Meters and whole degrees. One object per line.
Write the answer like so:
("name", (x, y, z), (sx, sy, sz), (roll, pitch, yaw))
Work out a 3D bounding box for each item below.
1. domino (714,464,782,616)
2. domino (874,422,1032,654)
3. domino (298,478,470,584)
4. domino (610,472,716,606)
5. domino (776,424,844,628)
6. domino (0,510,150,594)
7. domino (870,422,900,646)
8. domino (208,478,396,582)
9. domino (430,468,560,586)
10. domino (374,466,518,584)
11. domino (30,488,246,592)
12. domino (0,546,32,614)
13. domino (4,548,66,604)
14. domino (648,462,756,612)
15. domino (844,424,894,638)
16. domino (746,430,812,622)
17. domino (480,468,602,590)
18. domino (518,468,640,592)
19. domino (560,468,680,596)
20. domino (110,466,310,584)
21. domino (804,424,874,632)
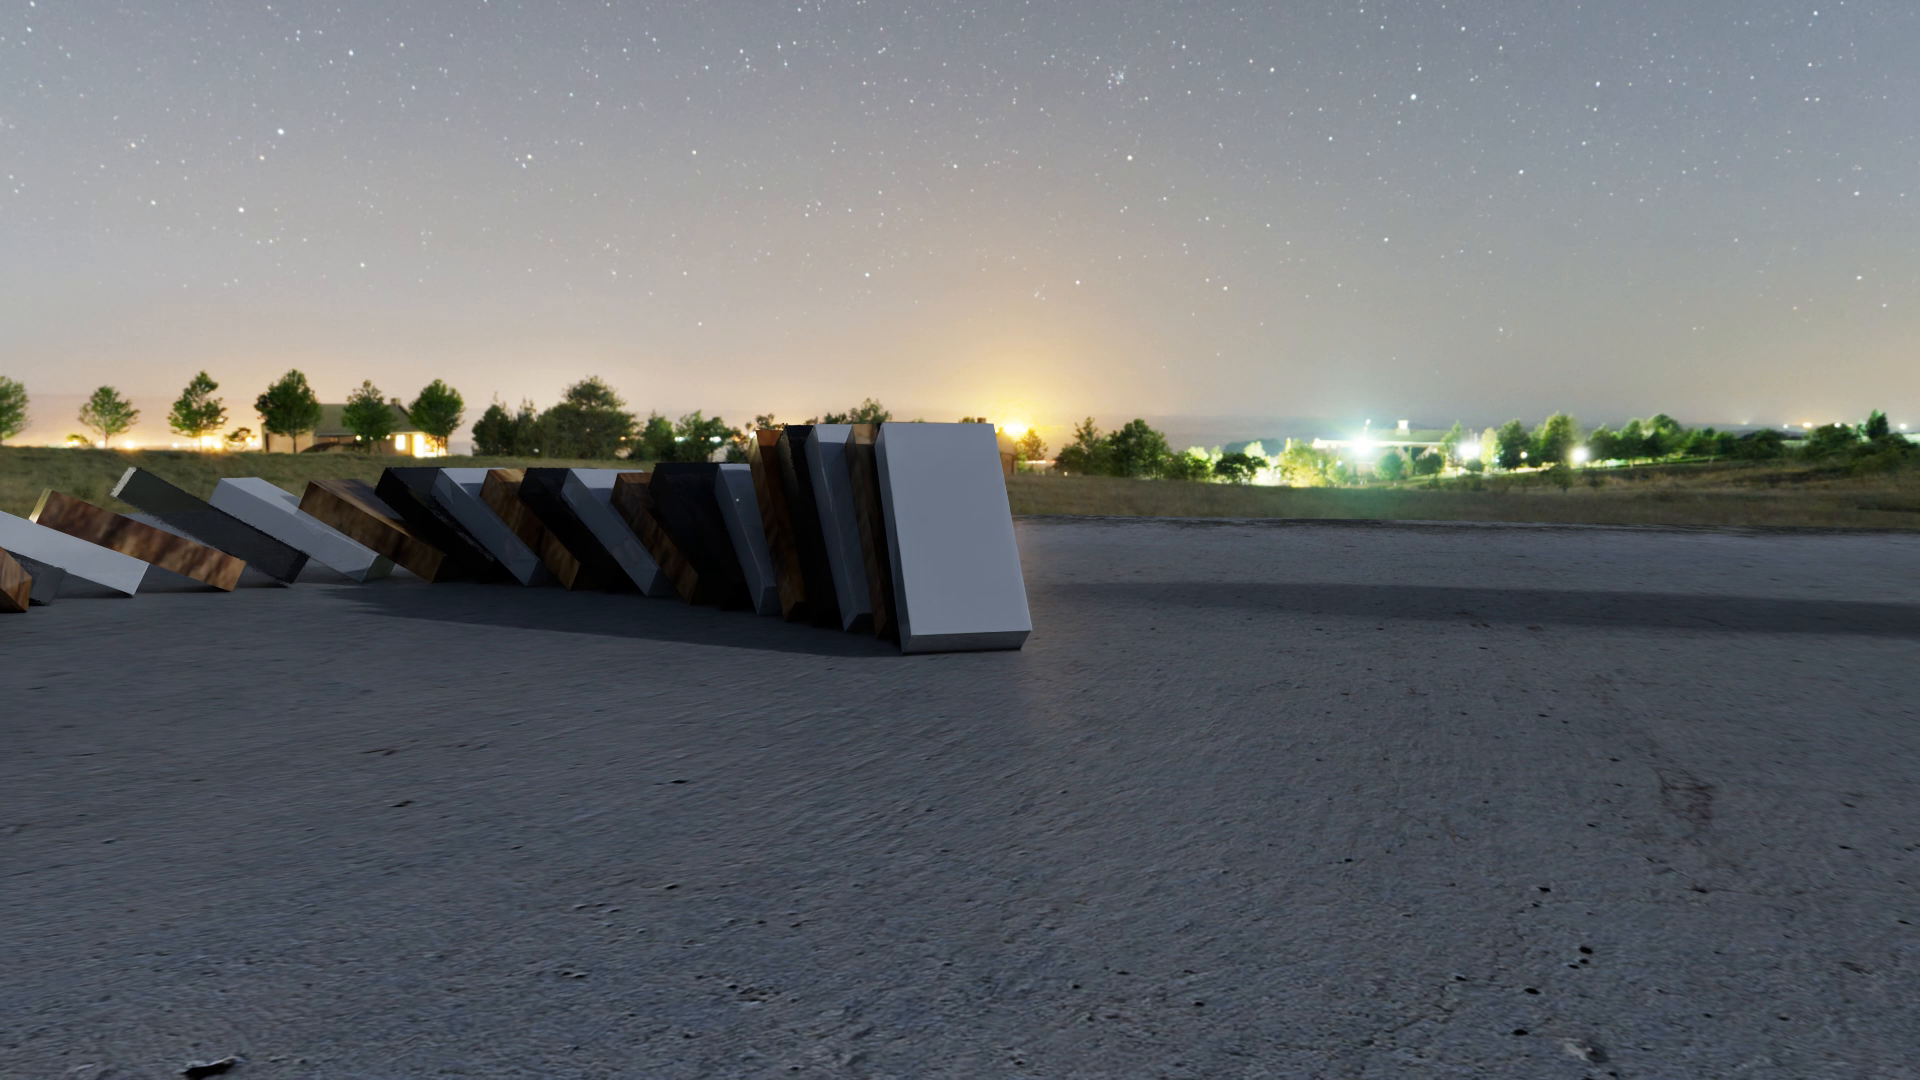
("domino", (-0.046, -0.001, 0.335), (0.025, 0.009, 0.050), (-1, 40, -26))
("domino", (-0.002, -0.001, 0.270), (0.025, 0.050, 0.010), (-1, -29, -15))
("domino", (-0.179, -0.003, 0.406), (0.050, 0.009, 0.025), (28, 8, 7))
("domino", (-0.075, -0.002, 0.359), (0.025, 0.009, 0.050), (-4, 37, -43))
("domino", (-0.027, -0.004, 0.310), (0.025, 0.050, 0.009), (-2, -28, -26))
("domino", (-0.252, 0.001, 0.350), (0.050, 0.009, 0.025), (29, -16, -35))
("domino", (-0.004, -0.002, 0.281), (0.025, 0.050, 0.009), (-1, -29, -15))
("domino", (-0.203, -0.003, 0.400), (0.050, 0.010, 0.025), (28, 1, -7))
("domino", (-0.139, -0.005, 0.400), (0.050, 0.010, 0.025), (38, 20, 22))
("domino", (-0.157, -0.005, 0.405), (0.050, 0.010, 0.025), (36, 16, 16))
("domino", (-0.233, 0.000, 0.365), (0.050, 0.009, 0.025), (29, -15, -37))
("domino", (-0.242, 0.004, 0.301), (0.025, 0.009, 0.050), (-1, -23, -17))
("domino", (-0.262, 0.002, 0.328), (0.025, 0.009, 0.050), (2, -22, 36))
("domino", (-0.062, -0.002, 0.346), (0.025, 0.009, 0.050), (-4, 42, -40))
("domino", (-0.010, -0.003, 0.292), (0.025, 0.050, 0.009), (-2, -29, -19))
("domino", (-0.036, -0.004, 0.320), (0.025, 0.050, 0.010), (-2, -31, -26))
("domino", (-0.121, -0.004, 0.391), (0.050, 0.009, 0.025), (39, 24, 26))
("domino", (-0.107, -0.004, 0.382), (0.050, 0.009, 0.025), (40, 25, 28))
("domino", (-0.092, -0.003, 0.372), (0.025, 0.009, 0.050), (-2, 36, -50))
("domino", (-0.219, -0.004, 0.376), (0.050, 0.009, 0.025), (36, -19, -33))
("domino", (-0.019, -0.004, 0.302), (0.025, 0.050, 0.010), (-2, -28, -26))
